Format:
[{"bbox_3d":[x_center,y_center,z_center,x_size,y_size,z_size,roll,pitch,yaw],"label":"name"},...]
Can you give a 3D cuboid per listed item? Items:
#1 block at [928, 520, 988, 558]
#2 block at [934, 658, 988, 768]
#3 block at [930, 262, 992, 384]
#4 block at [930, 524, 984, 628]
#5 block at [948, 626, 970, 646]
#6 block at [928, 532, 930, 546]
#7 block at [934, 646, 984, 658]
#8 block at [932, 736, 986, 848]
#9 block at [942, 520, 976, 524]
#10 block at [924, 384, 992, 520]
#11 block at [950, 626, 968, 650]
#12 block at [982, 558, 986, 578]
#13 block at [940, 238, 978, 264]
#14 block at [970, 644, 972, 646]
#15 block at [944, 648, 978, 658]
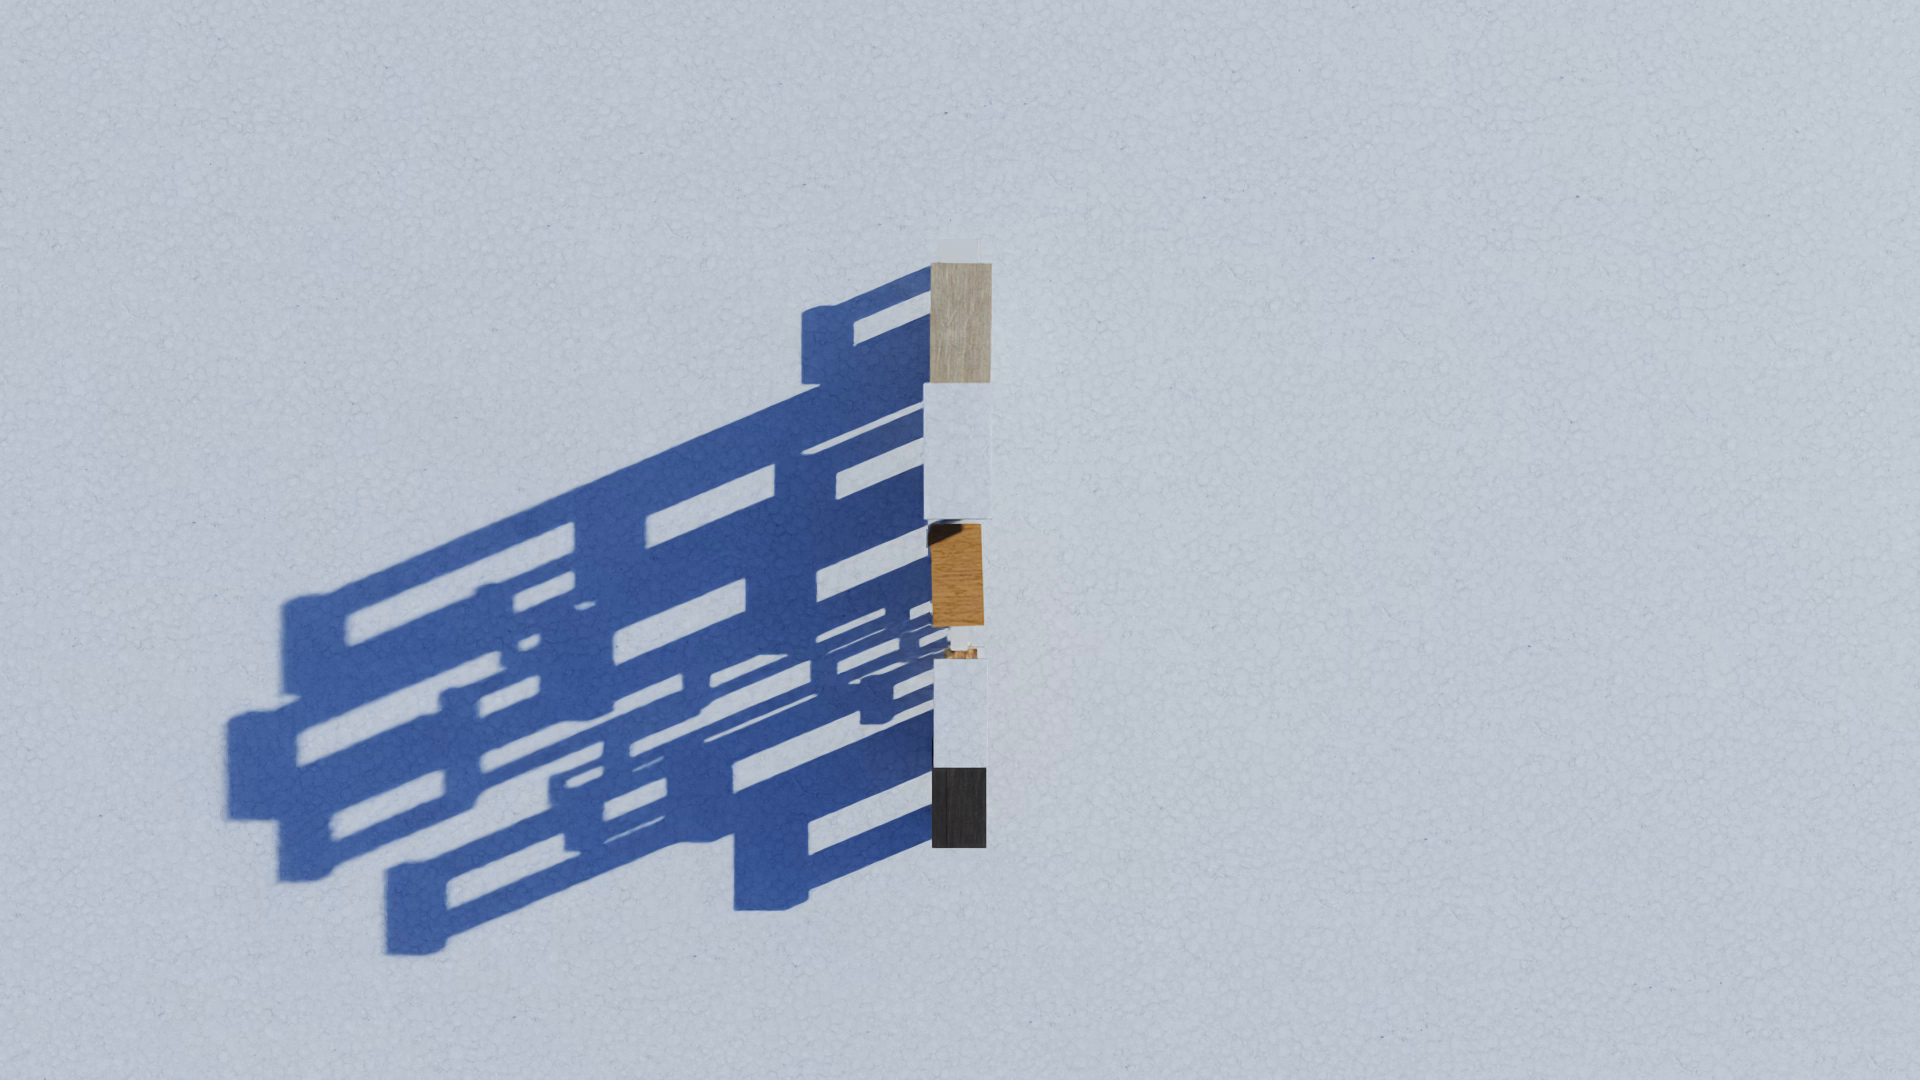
[{"bbox_3d":[-0.005,-0.119,4.761,0.173,0.049,0.346,0,90,0],"label":"block"},{"bbox_3d":[0.002,0.466,4.449,0.145,0.041,0.290,0,90,0],"label":"block"},{"bbox_3d":[0.002,-0.555,4.252,0.156,0.044,0.312,1,90,0],"label":"block"},{"bbox_3d":[-0.007,0.090,4.238,0.131,0.037,0.263,-2,91,0],"label":"block"},{"bbox_3d":[-0.003,0.242,4.839,0.067,0.019,0.134,0,90,0],"label":"block"},{"bbox_3d":[-0.016,-0.005,4.388,0.131,0.263,0.037,1,92,1],"label":"block"},{"bbox_3d":[-0.003,0.478,4.998,0.153,0.043,0.307,0,90,0],"label":"block"},{"bbox_3d":[-0.002,0.786,5.136,0.170,0.048,0.340,0,90,0],"label":"block"},{"bbox_3d":[-0.001,-0.113,4.533,0.095,0.027,0.190,0,90,0],"label":"block"},{"bbox_3d":[-0.007,-0.223,4.155,0.170,0.048,0.340,0,90,0],"label":"block"},{"bbox_3d":[-0.002,0.267,4.725,0.049,0.014,0.097,0,90,0],"label":"block"},{"bbox_3d":[-0.001,-0.044,5.154,0.162,0.046,0.323,0,90,0],"label":"block"},{"bbox_3d":[-0.001,-0.836,5.244,0.120,0.034,0.239,0,90,0],"label":"block"},{"bbox_3d":[0.002,0.414,5.337,0.076,0.022,0.152,0,90,0],"label":"block"},{"bbox_3d":[0.002,0.409,4.773,0.095,0.027,0.190,0,90,0],"label":"block"}]
